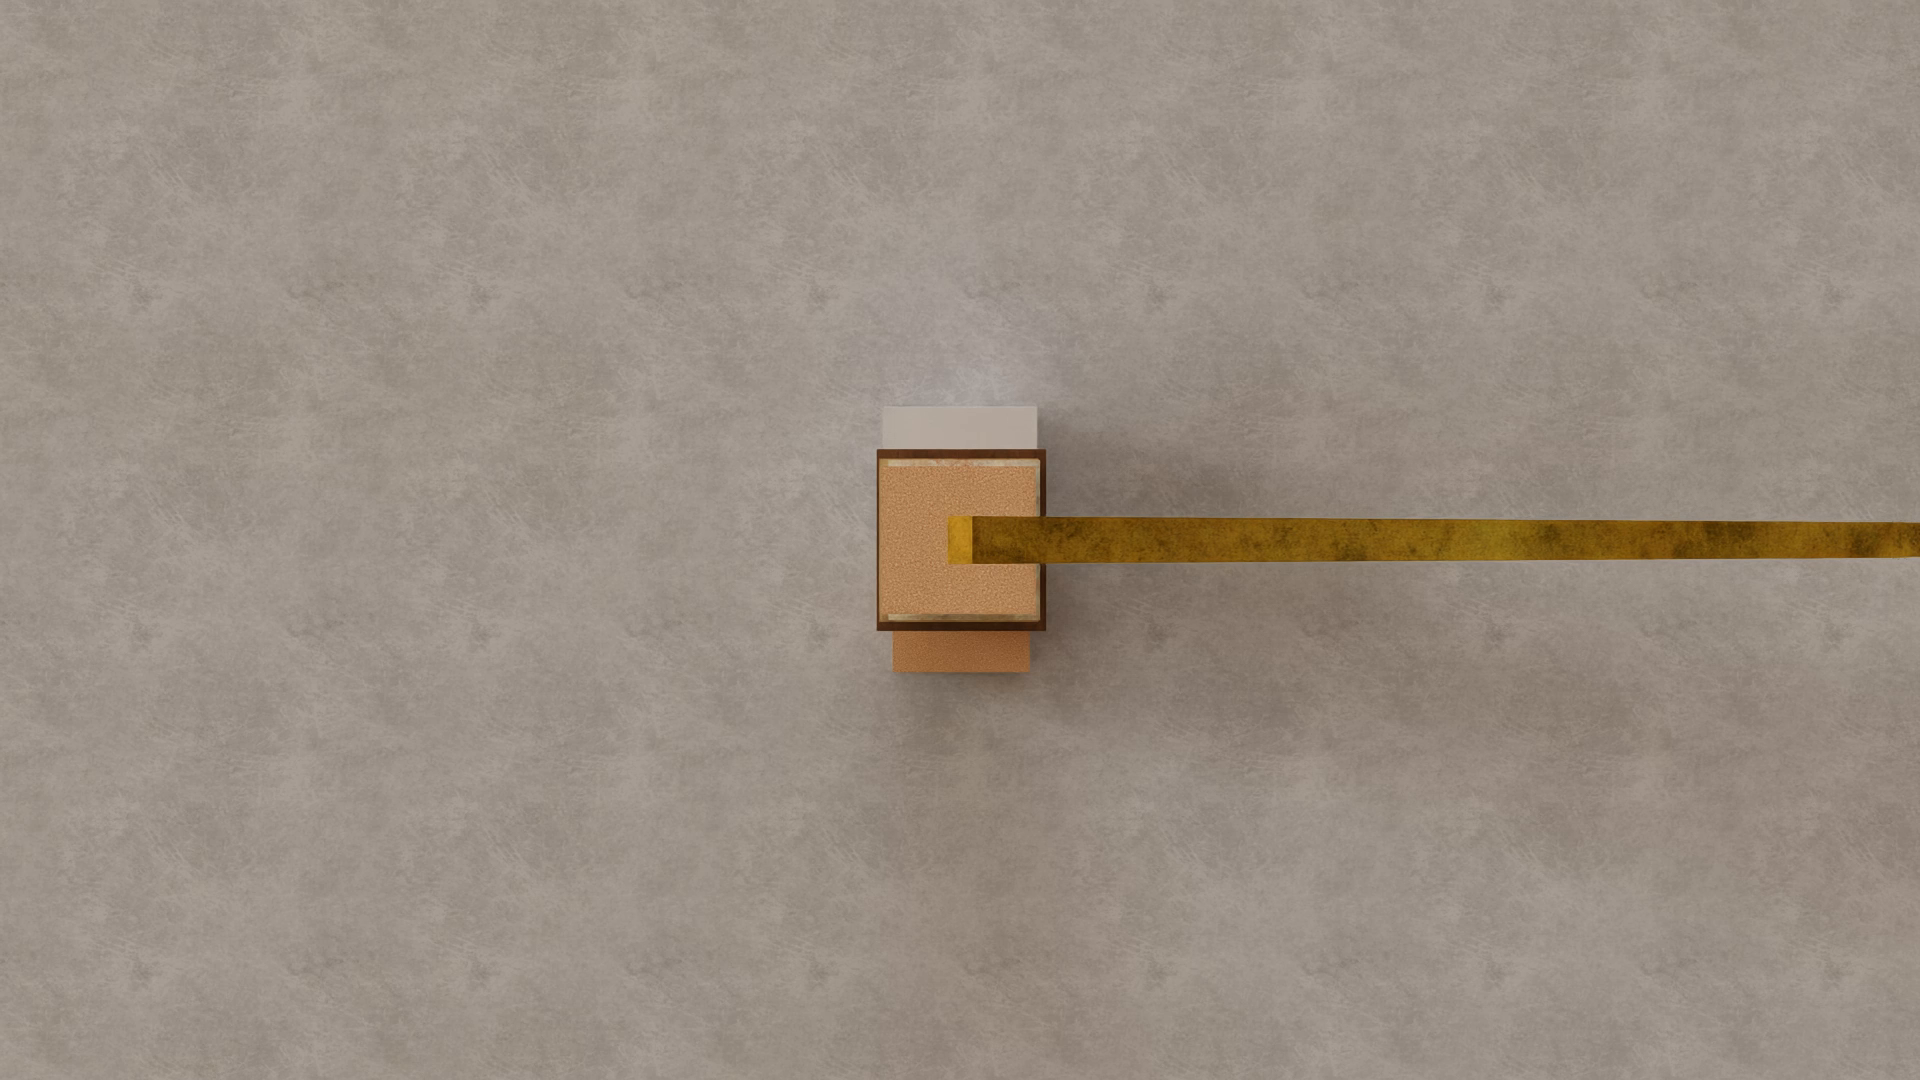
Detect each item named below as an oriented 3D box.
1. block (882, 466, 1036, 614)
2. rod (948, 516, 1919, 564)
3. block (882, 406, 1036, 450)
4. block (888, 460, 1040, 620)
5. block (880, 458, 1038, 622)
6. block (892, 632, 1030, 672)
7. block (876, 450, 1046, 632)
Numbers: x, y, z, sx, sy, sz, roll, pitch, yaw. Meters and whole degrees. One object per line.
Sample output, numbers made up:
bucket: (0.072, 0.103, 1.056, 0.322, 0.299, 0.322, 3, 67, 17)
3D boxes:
block: (-0.005, 0.001, 7.790, 0.527, 0.571, 0.504, 0, 90, 0)
rod: (2.212, 0.000, 5.069, 5.200, 0.080, 0.080, 0, 90, -32)
block: (-0.001, -0.368, 12.559, 0.849, 0.882, 0.732, 0, 90, 0)
block: (0.016, 0.001, 8.321, 0.557, 0.492, 0.587, 0, 90, 0)
block: (-0.005, 0.001, 8.826, 0.620, 0.518, 0.635, 0, 90, 0)
block: (0.006, 0.371, 12.605, 0.760, 0.790, 0.725, 0, 90, 0)
block: (0.006, 0.001, 9.507, 0.701, 0.844, 0.752, 0, 90, 0)
